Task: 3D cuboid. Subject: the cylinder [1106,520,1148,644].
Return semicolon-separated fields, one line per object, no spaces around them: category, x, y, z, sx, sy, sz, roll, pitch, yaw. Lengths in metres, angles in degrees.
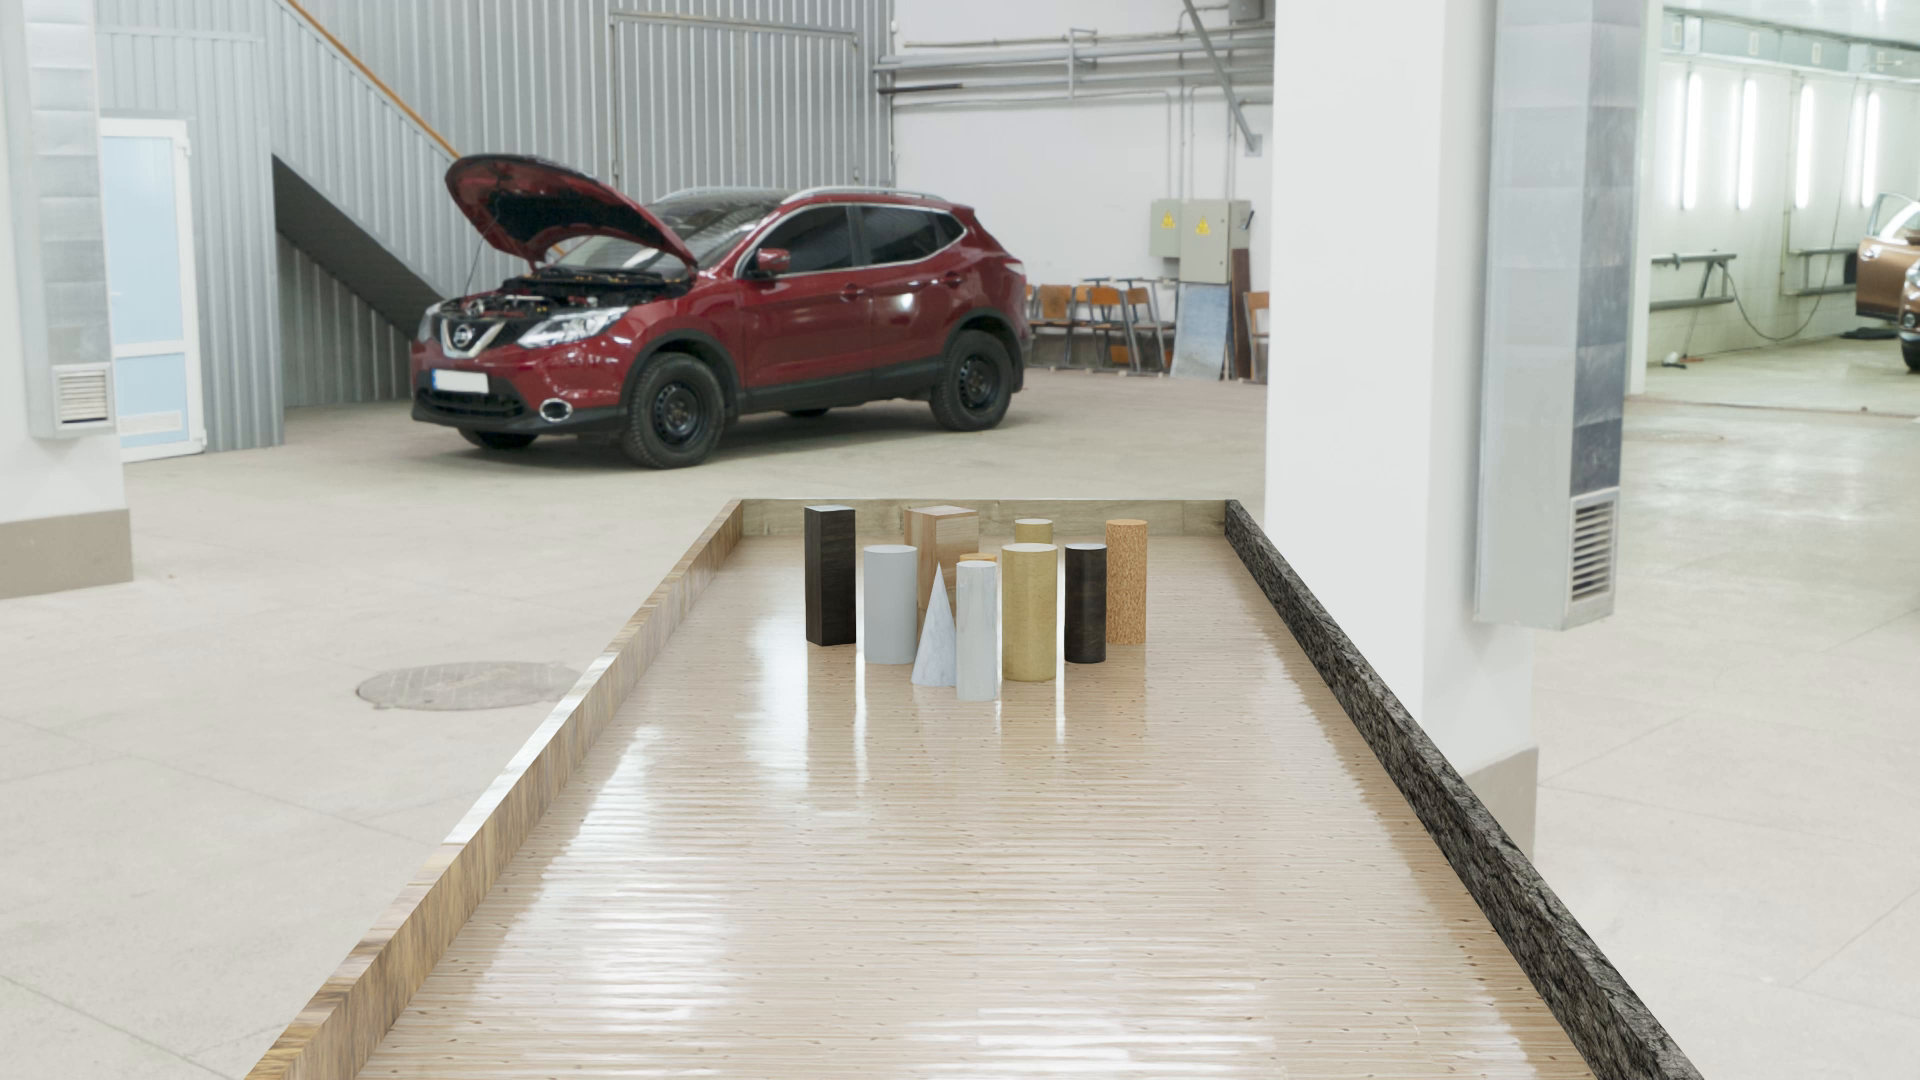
cylinder;0.525;0.132;6.958;0.130;0.381;0.130;0;9;0

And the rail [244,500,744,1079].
rail;-1.004;0.839;3.234;0.050;0.150;12.000;0;9;1

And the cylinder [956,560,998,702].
cylinder;0.047;0.255;6.183;0.114;0.381;0.114;0;9;0

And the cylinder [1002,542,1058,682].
cylinder;0.203;0.211;6.446;0.163;0.385;0.163;0;9;0

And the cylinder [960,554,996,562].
cylinder;0.055;0.208;6.667;0.113;0.322;0.113;0;9;0

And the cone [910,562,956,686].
cone;-0.061;0.235;6.398;0.167;0.353;0.167;0;9;0

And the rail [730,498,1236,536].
rail;0.099;-0.098;9.147;2.100;0.150;0.050;0;9;1

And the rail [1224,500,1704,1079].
rail;1.046;0.843;3.208;0.050;0.150;12.000;0;9;1

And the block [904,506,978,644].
block;-0.058;0.116;6.921;0.166;0.424;0.166;-7;11;-37

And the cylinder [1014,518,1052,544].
cylinder;0.231;0.135;6.912;0.118;0.391;0.118;0;9;0

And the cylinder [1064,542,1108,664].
cylinder;0.381;0.191;6.684;0.128;0.350;0.128;0;9;0

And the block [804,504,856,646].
block;-0.409;0.111;6.945;0.121;0.428;0.121;-5;10;-28

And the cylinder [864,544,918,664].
cylinder;-0.212;0.195;6.692;0.162;0.341;0.162;0;9;0
